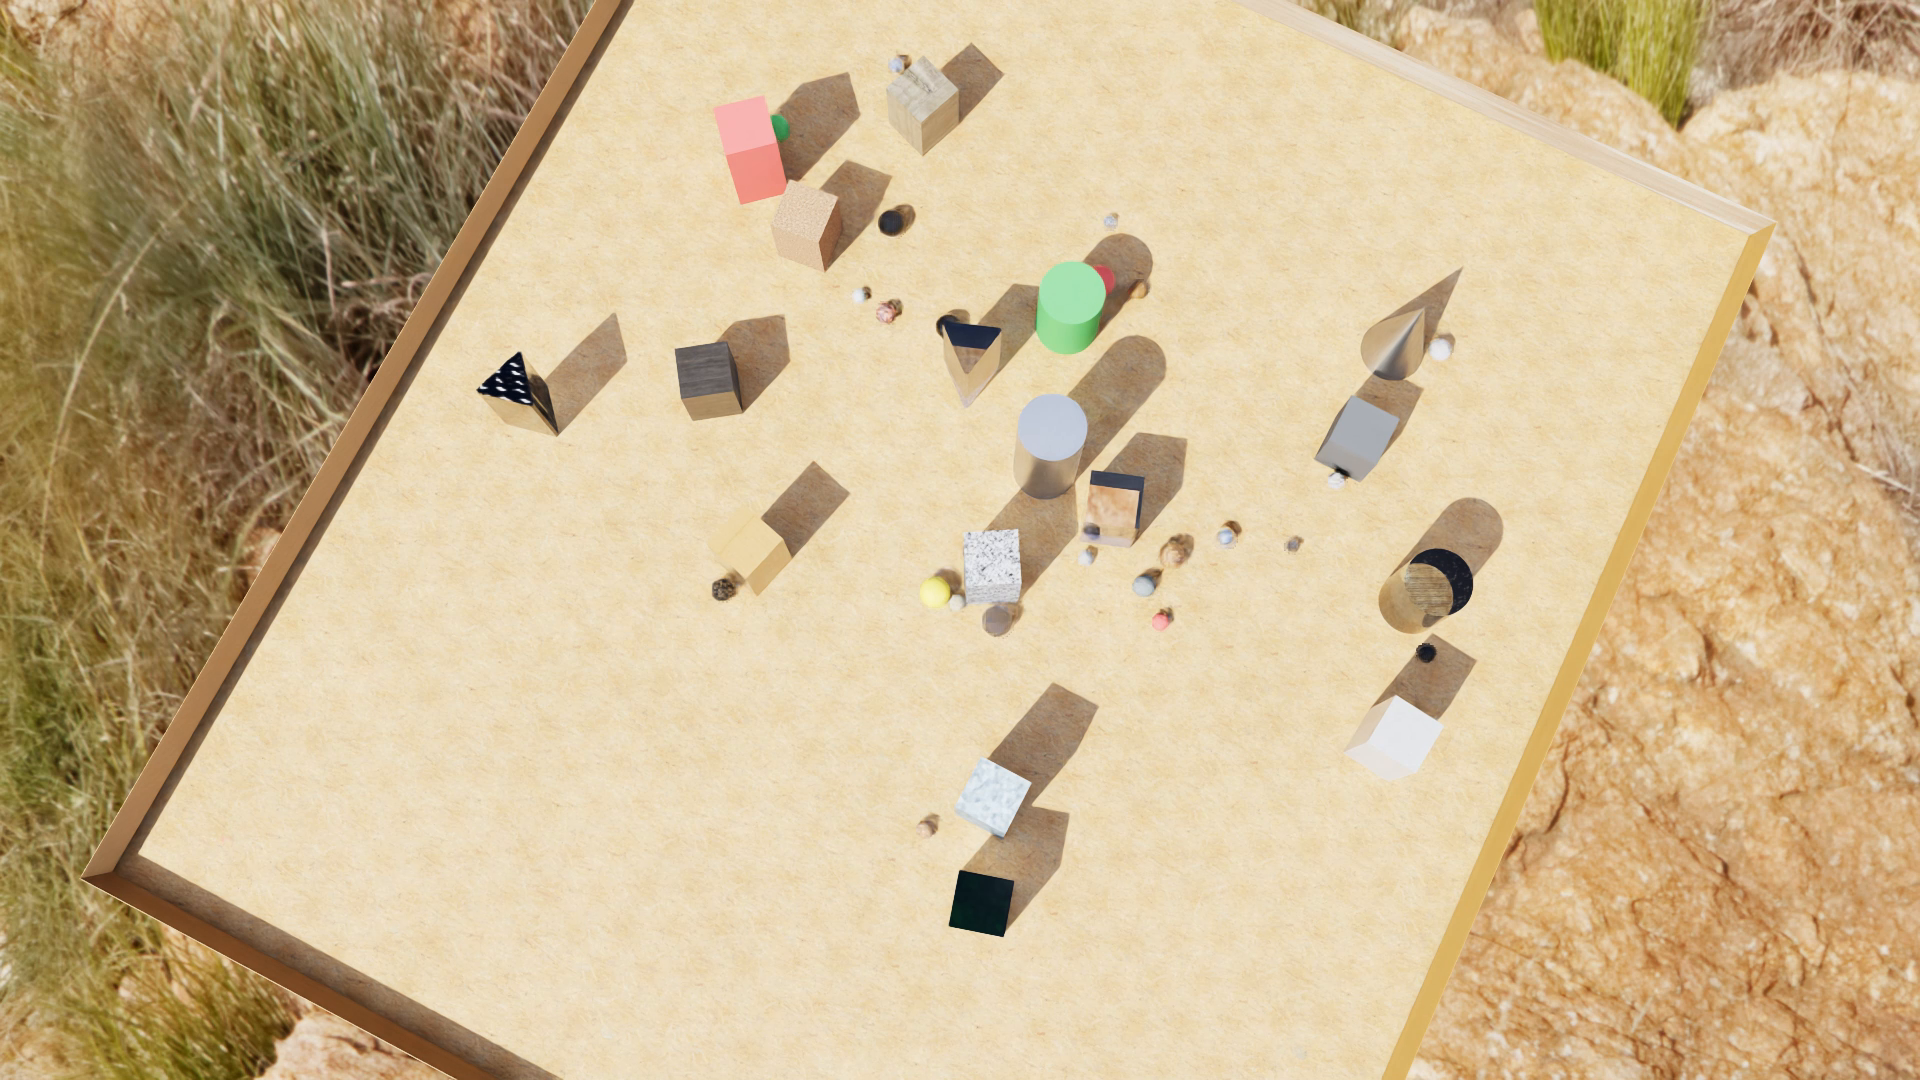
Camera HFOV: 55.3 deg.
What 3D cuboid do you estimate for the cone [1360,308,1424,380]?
[{"bbox_3d":[1.353,-0.636,5.537,0.198,0.414,0.198,0,78,0],"label":"cone"}]

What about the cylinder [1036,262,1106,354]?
[{"bbox_3d":[0.335,-0.707,5.609,0.198,0.302,0.198,0,78,0],"label":"cylinder"}]

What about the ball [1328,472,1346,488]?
[{"bbox_3d":[1.149,-0.183,5.593,0.052,0.052,0.052,0,78,0],"label":"ball"}]

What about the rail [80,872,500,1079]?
[{"bbox_3d":[-0.899,1.767,5.184,3.645,0.129,0.045,26,80,5],"label":"rail"}]

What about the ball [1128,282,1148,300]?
[{"bbox_3d":[0.558,-0.783,5.749,0.058,0.058,0.058,0,78,0],"label":"ball"}]

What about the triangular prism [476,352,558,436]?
[{"bbox_3d":[-1.310,-0.448,5.531,0.171,0.349,0.148,15,79,3],"label":"triangular prism"}]

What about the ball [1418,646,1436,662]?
[{"bbox_3d":[1.406,0.344,5.519,0.052,0.052,0.052,0,78,0],"label":"ball"}]

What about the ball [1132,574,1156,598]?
[{"bbox_3d":[0.557,0.140,5.552,0.070,0.070,0.070,0,78,0],"label":"ball"}]

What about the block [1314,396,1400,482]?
[{"bbox_3d":[1.201,-0.305,5.558,0.158,0.238,0.158,28,80,5],"label":"block"}]

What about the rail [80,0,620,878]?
[{"bbox_3d":[-1.609,-0.781,5.712,0.045,0.129,4.067,26,80,5],"label":"rail"}]

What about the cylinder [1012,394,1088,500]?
[{"bbox_3d":[0.262,-0.270,5.424,0.198,0.487,0.198,0,78,0],"label":"cylinder"}]

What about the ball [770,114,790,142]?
[{"bbox_3d":[-0.587,-1.315,5.846,0.085,0.085,0.085,0,78,0],"label":"ball"}]

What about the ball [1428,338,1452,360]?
[{"bbox_3d":[1.494,-0.595,5.704,0.069,0.069,0.069,0,78,0],"label":"ball"}]

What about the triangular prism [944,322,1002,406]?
[{"bbox_3d":[0.011,-0.558,5.547,0.148,0.363,0.171,36,81,7],"label":"triangular prism"}]

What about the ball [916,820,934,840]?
[{"bbox_3d":[-0.104,0.856,5.412,0.055,0.055,0.055,0,78,0],"label":"ball"}]

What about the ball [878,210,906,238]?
[{"bbox_3d":[-0.215,-0.999,5.779,0.087,0.087,0.087,0,78,0],"label":"ball"}]

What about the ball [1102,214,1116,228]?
[{"bbox_3d":[0.473,-1.007,5.803,0.044,0.044,0.044,0,78,0],"label":"ball"}]

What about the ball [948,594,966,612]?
[{"bbox_3d":[-0.008,0.190,5.550,0.053,0.053,0.053,0,78,0],"label":"ball"}]

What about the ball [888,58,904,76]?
[{"bbox_3d":[-0.206,-1.526,5.904,0.057,0.057,0.057,0,78,0],"label":"ball"}]

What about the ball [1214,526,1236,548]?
[{"bbox_3d":[0.808,-0.008,5.585,0.064,0.064,0.064,0,78,0],"label":"ball"}]

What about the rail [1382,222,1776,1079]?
[{"bbox_3d":[1.609,0.795,5.385,0.045,0.129,4.067,26,80,5],"label":"rail"}]

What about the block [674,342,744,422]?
[{"bbox_3d":[-0.764,-0.483,5.590,0.158,0.248,0.158,-9,78,-2],"label":"block"}]

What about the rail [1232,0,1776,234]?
[{"bbox_3d":[0.899,-1.753,5.913,3.645,0.129,0.045,26,80,5],"label":"rail"}]

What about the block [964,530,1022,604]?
[{"bbox_3d":[0.093,0.083,5.436,0.158,0.320,0.158,-3,78,-1],"label":"block"}]

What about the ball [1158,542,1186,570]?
[{"bbox_3d":[0.645,0.048,5.563,0.086,0.086,0.086,0,78,0],"label":"ball"}]

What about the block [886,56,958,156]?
[{"bbox_3d":[-0.116,-1.364,5.768,0.158,0.255,0.158,-43,81,-8],"label":"block"}]

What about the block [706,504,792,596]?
[{"bbox_3d":[-0.624,0.034,5.456,0.158,0.301,0.158,41,81,8],"label":"block"}]

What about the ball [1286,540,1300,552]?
[{"bbox_3d":[1.017,0.019,5.591,0.042,0.042,0.042,0,78,0],"label":"ball"}]

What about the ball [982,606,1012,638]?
[{"bbox_3d":[0.111,0.245,5.517,0.095,0.095,0.095,0,78,0],"label":"ball"}]

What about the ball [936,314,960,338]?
[{"bbox_3d":[-0.037,-0.665,5.713,0.081,0.081,0.081,0,78,0],"label":"ball"}]

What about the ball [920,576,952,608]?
[{"bbox_3d":[-0.075,0.158,5.535,0.095,0.095,0.095,0,78,0],"label":"ball"}]

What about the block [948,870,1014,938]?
[{"bbox_3d":[0.060,1.043,5.248,0.158,0.298,0.158,11,79,2],"label":"block"}]

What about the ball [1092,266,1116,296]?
[{"bbox_3d":[0.437,-0.809,5.734,0.099,0.099,0.099,0,78,0],"label":"ball"}]

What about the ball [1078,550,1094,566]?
[{"bbox_3d":[0.383,0.055,5.580,0.048,0.048,0.048,0,78,0],"label":"ball"}]

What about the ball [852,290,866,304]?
[{"bbox_3d":[-0.314,-0.766,5.753,0.044,0.044,0.044,0,78,0],"label":"ball"}]

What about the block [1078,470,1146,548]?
[{"bbox_3d":[0.453,-0.090,5.492,0.158,0.280,0.158,8,78,2],"label":"block"}]

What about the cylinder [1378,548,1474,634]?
[{"bbox_3d":[1.372,0.155,5.413,0.198,0.336,0.198,0,78,0],"label":"cylinder"}]

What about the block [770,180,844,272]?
[{"bbox_3d":[-0.473,-0.971,5.684,0.158,0.262,0.158,21,79,4],"label":"block"}]

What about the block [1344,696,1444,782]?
[{"bbox_3d":[1.255,0.580,5.323,0.158,0.340,0.158,33,80,6],"label":"block"}]

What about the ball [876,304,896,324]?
[{"bbox_3d":[-0.232,-0.709,5.731,0.063,0.063,0.063,0,78,0],"label":"ball"}]

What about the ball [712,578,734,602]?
[{"bbox_3d":[-0.719,0.151,5.550,0.069,0.069,0.069,0,78,0],"label":"ball"}]

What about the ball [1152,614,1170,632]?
[{"bbox_3d":[0.605,0.249,5.538,0.054,0.054,0.054,0,78,0],"label":"ball"}]

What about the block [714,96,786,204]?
[{"bbox_3d":[-0.643,-1.201,5.668,0.158,0.387,0.158,-15,79,-3],"label":"block"}]

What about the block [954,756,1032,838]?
[{"bbox_3d":[0.092,0.745,5.270,0.158,0.376,0.158,27,80,5],"label":"block"}]
